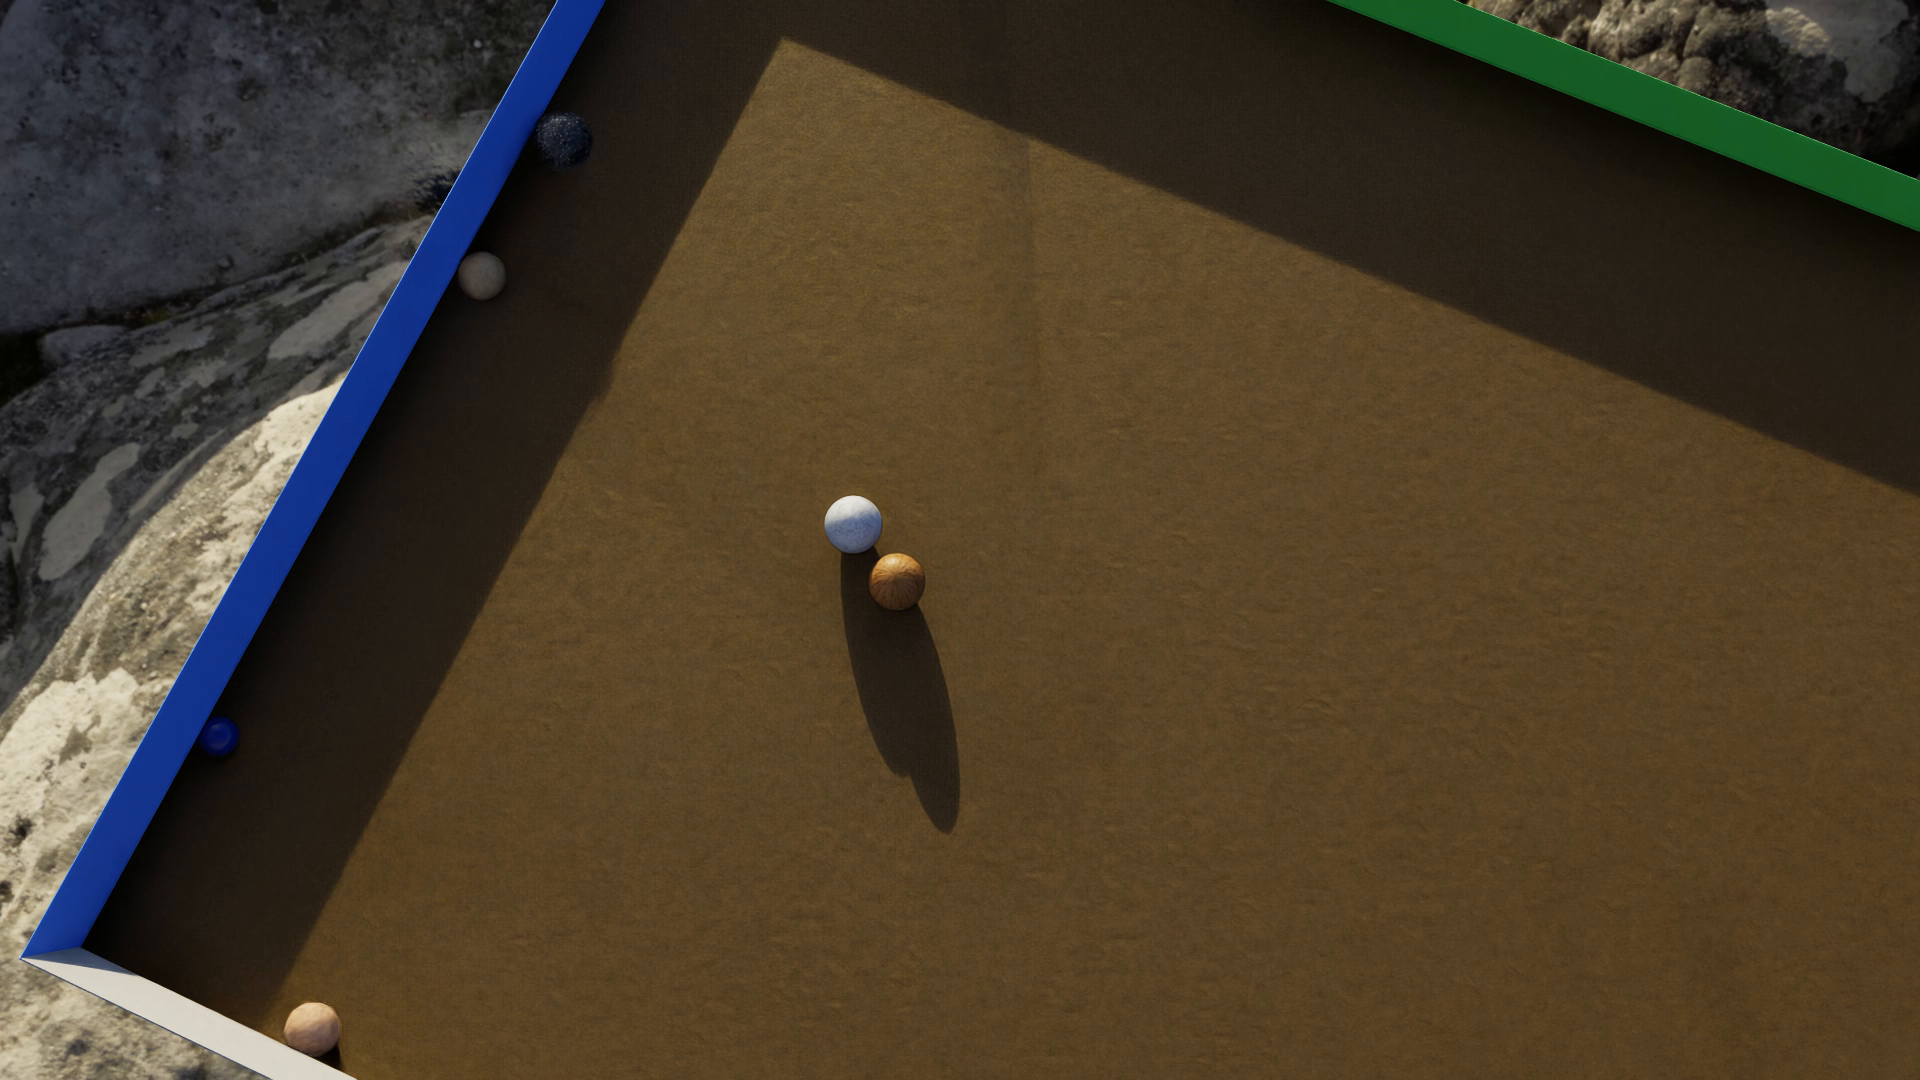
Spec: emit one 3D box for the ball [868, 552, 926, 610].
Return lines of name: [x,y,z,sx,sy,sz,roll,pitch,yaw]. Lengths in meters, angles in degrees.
ball: [-0.096,0.064,3.344,0.088,0.088,0.088,0,74,0]

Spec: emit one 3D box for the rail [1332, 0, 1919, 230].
rail: [1.320,-0.601,3.520,3.805,0.123,0.045,23,75,7]

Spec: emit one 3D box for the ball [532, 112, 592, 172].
ball: [-0.642,-0.643,3.548,0.095,0.095,0.095,0,74,0]

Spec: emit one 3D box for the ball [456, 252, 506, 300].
ball: [-0.759,-0.420,3.492,0.077,0.077,0.077,0,74,0]

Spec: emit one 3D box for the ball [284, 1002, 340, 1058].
ball: [-0.930,0.704,3.160,0.078,0.078,0.078,0,74,0]

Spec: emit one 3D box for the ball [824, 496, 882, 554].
ball: [-0.163,-0.024,3.368,0.089,0.089,0.089,0,74,0]

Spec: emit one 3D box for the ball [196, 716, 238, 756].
ball: [-1.110,0.295,3.290,0.060,0.060,0.060,0,74,0]

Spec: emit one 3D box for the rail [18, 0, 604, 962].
rail: [-0.846,-0.370,3.452,0.045,0.123,2.258,23,75,7]

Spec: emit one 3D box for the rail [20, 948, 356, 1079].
rail: [0.416,1.334,2.949,3.805,0.123,0.045,23,75,7]
